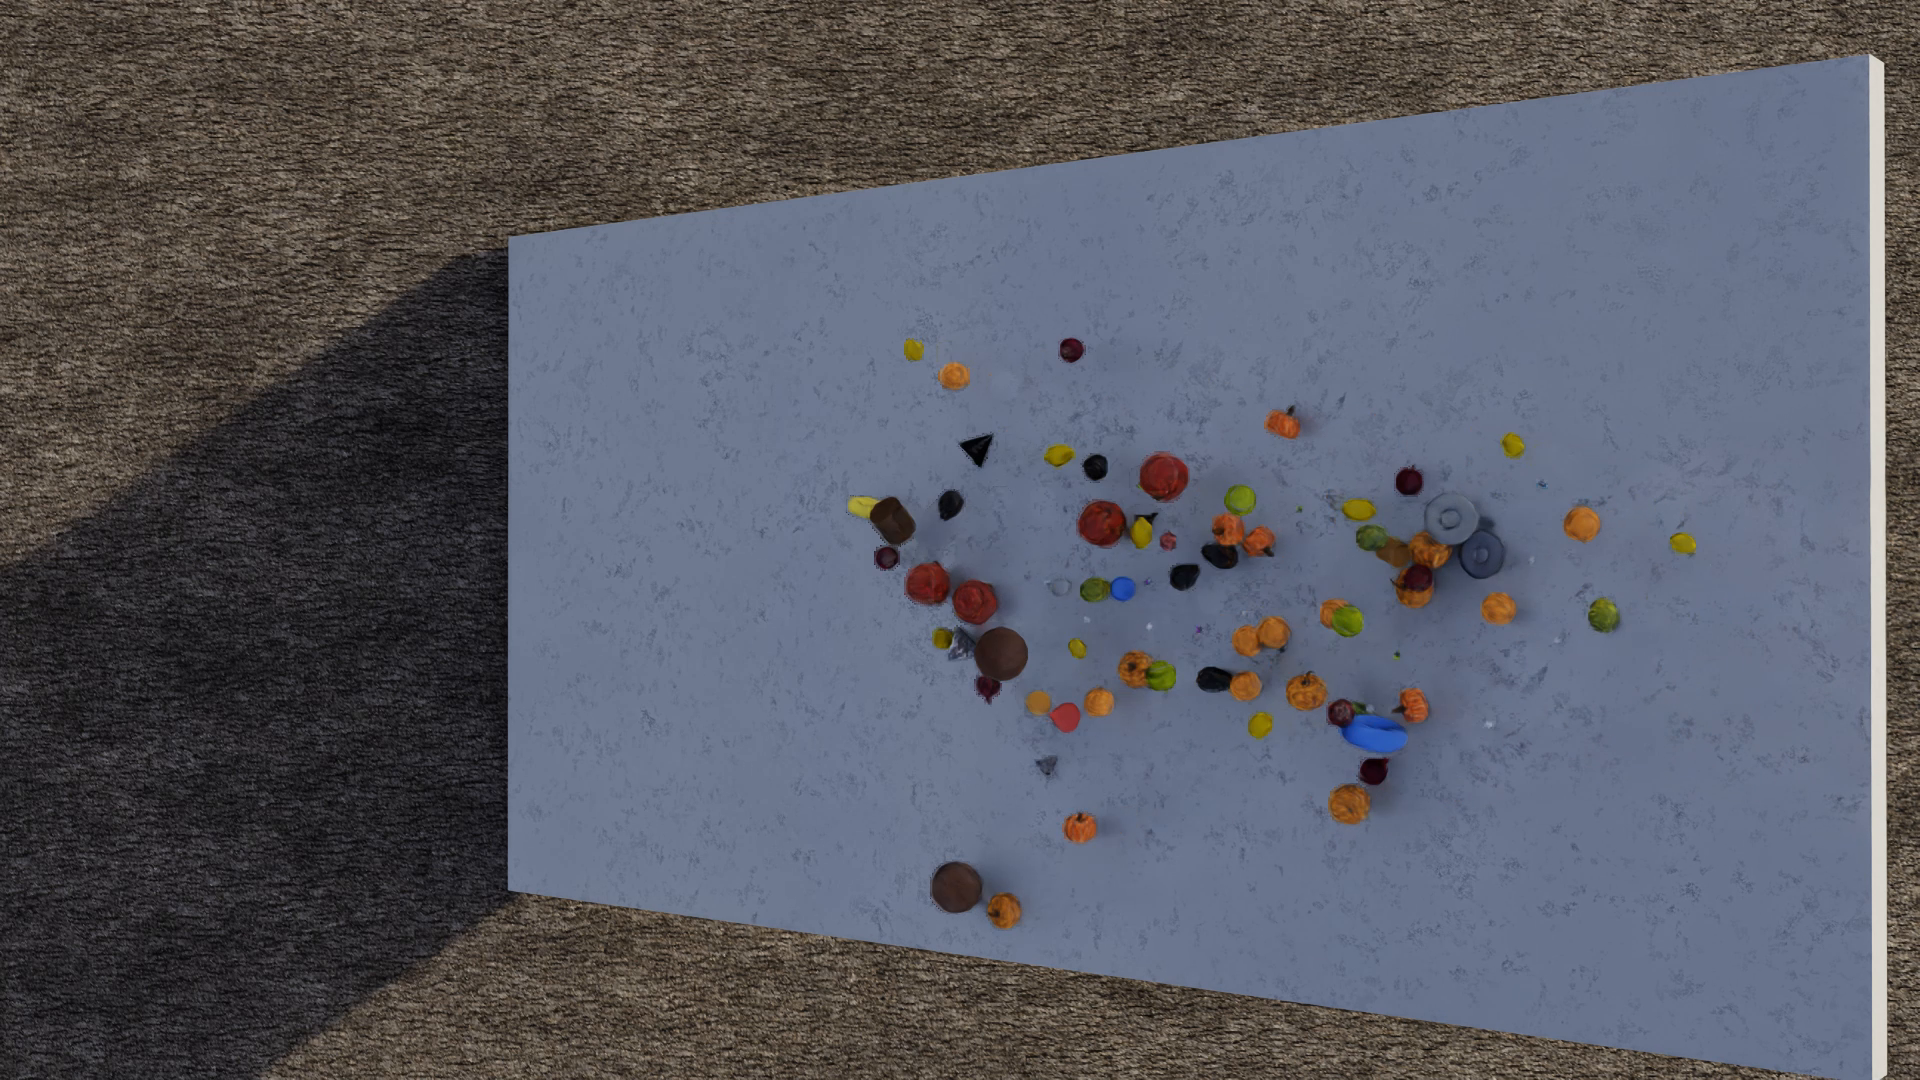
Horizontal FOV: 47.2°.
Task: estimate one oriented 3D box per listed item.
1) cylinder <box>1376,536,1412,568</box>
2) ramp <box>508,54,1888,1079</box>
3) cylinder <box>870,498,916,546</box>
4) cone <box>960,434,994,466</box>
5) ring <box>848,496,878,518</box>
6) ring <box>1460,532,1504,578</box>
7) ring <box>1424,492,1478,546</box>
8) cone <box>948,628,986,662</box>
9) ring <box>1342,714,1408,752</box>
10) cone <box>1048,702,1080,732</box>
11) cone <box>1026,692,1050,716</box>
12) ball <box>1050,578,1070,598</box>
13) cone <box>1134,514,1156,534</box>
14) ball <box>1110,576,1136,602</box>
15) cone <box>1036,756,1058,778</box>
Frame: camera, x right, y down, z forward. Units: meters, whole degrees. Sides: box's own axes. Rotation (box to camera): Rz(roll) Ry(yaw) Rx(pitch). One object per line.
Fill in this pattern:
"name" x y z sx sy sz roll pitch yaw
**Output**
"cylinder" 0.958 0.026 4.859 0.055 0.055 0.055 -14 117 -28
"ramp" 0.224 0.064 5.540 4.000 0.100 2.000 0 90 38
"cylinder" -0.173 -0.049 5.662 0.088 0.088 0.088 -38 123 0
"cone" 0.055 -0.243 5.583 0.083 0.083 0.083 -42 90 3
"ring" -0.246 -0.085 5.768 0.100 0.100 0.033 14 110 0
"ring" 1.126 0.033 4.750 0.103 0.034 0.103 0 90 39
"ring" 1.060 -0.045 4.754 0.115 0.038 0.115 -1 86 15
"cone" 0.028 0.277 5.603 0.090 0.090 0.090 12 90 15
"ring" 0.905 0.422 4.804 0.145 0.145 0.048 9 104 0
"cone" 0.240 0.432 5.405 0.077 0.077 0.077 -10 75 39
"cone" 0.189 0.413 5.441 0.063 0.063 0.063 3 104 12
"ball" 0.247 0.117 5.426 0.051 0.051 0.051 0 90 0
"cone" 0.452 -0.050 5.279 0.053 0.053 0.053 -32 90 12
"ball" 0.392 0.119 5.305 0.062 0.062 0.062 0 90 0
"cone" 0.225 0.554 5.457 0.055 0.055 0.055 -42 90 0
